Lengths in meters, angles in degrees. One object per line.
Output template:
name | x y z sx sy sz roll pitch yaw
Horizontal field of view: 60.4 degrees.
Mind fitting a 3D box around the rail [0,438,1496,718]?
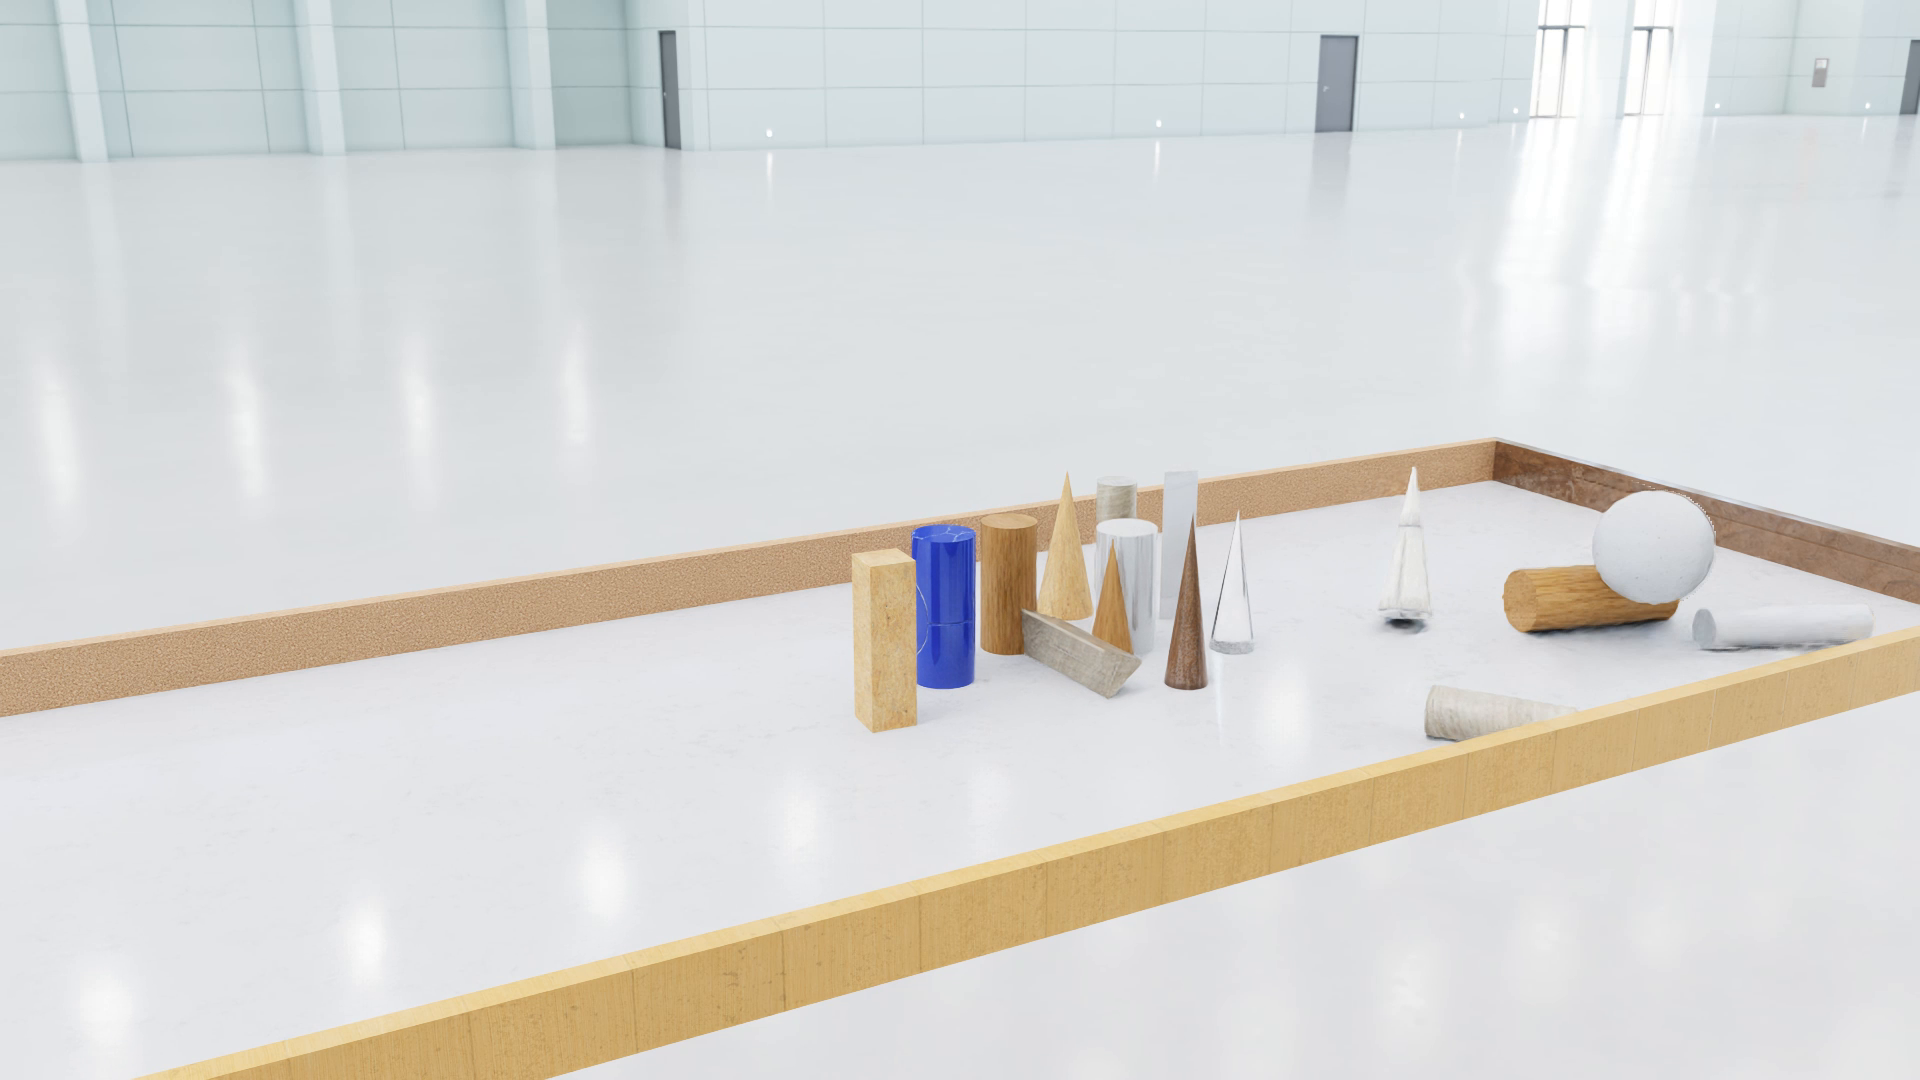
rail | -3.305 0.497 3.399 12.000 0.150 0.050 -9 18 -27

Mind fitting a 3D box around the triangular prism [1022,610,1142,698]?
triangular prism | 0.282 0.262 4.166 0.128 0.111 0.366 -45 32 -13

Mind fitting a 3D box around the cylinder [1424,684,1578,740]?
cylinder | 1.227 0.412 3.744 0.316 0.119 0.119 9 18 27

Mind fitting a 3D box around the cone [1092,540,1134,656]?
cone | 0.388 0.157 4.222 0.129 0.336 0.129 0 17 0

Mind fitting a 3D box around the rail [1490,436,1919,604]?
rail | 2.466 -0.048 5.253 0.050 0.150 2.100 -9 18 -27

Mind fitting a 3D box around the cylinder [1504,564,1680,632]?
cylinder | 1.734 0.153 4.533 0.434 0.171 0.171 -4 17 -13

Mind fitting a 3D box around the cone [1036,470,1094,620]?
cone | 0.296 0.003 4.609 0.166 0.415 0.166 0 16 0

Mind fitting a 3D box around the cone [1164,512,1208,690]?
cone | 0.567 0.144 4.077 0.111 0.444 0.111 0 16 0

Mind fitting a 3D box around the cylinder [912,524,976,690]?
cylinder | -0.041 0.166 4.116 0.160 0.380 0.160 0 16 0

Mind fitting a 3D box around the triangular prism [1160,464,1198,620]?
triangular prism | 0.599 0.005 4.585 0.092 0.425 0.080 -2 16 -5

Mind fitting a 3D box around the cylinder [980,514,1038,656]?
cylinder | 0.128 0.116 4.347 0.148 0.345 0.148 0 16 0

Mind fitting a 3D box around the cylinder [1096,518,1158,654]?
cylinder | 0.437 0.123 4.351 0.159 0.326 0.159 -1 18 0

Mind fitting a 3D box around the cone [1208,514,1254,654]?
cone | 0.723 0.102 4.333 0.121 0.380 0.121 0 16 0

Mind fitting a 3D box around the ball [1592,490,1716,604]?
ball | 1.828 0.019 4.353 0.300 0.300 0.300 0 16 0

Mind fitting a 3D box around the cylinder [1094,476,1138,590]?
cylinder | 0.455 -0.014 4.819 0.117 0.328 0.117 0 16 0

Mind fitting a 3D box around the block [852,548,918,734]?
block | -0.175 0.234 3.843 0.112 0.404 0.112 -7 18 -24

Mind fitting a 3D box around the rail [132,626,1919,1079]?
rail | -2.336 1.006 1.665 12.000 0.150 0.050 -9 18 -27

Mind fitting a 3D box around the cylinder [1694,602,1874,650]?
cylinder | 2.189 0.227 4.388 0.442 0.109 0.109 -2 16 -6

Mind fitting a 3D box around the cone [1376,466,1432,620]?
cone | 1.246 -0.007 4.573 0.148 0.435 0.148 6 -11 1
